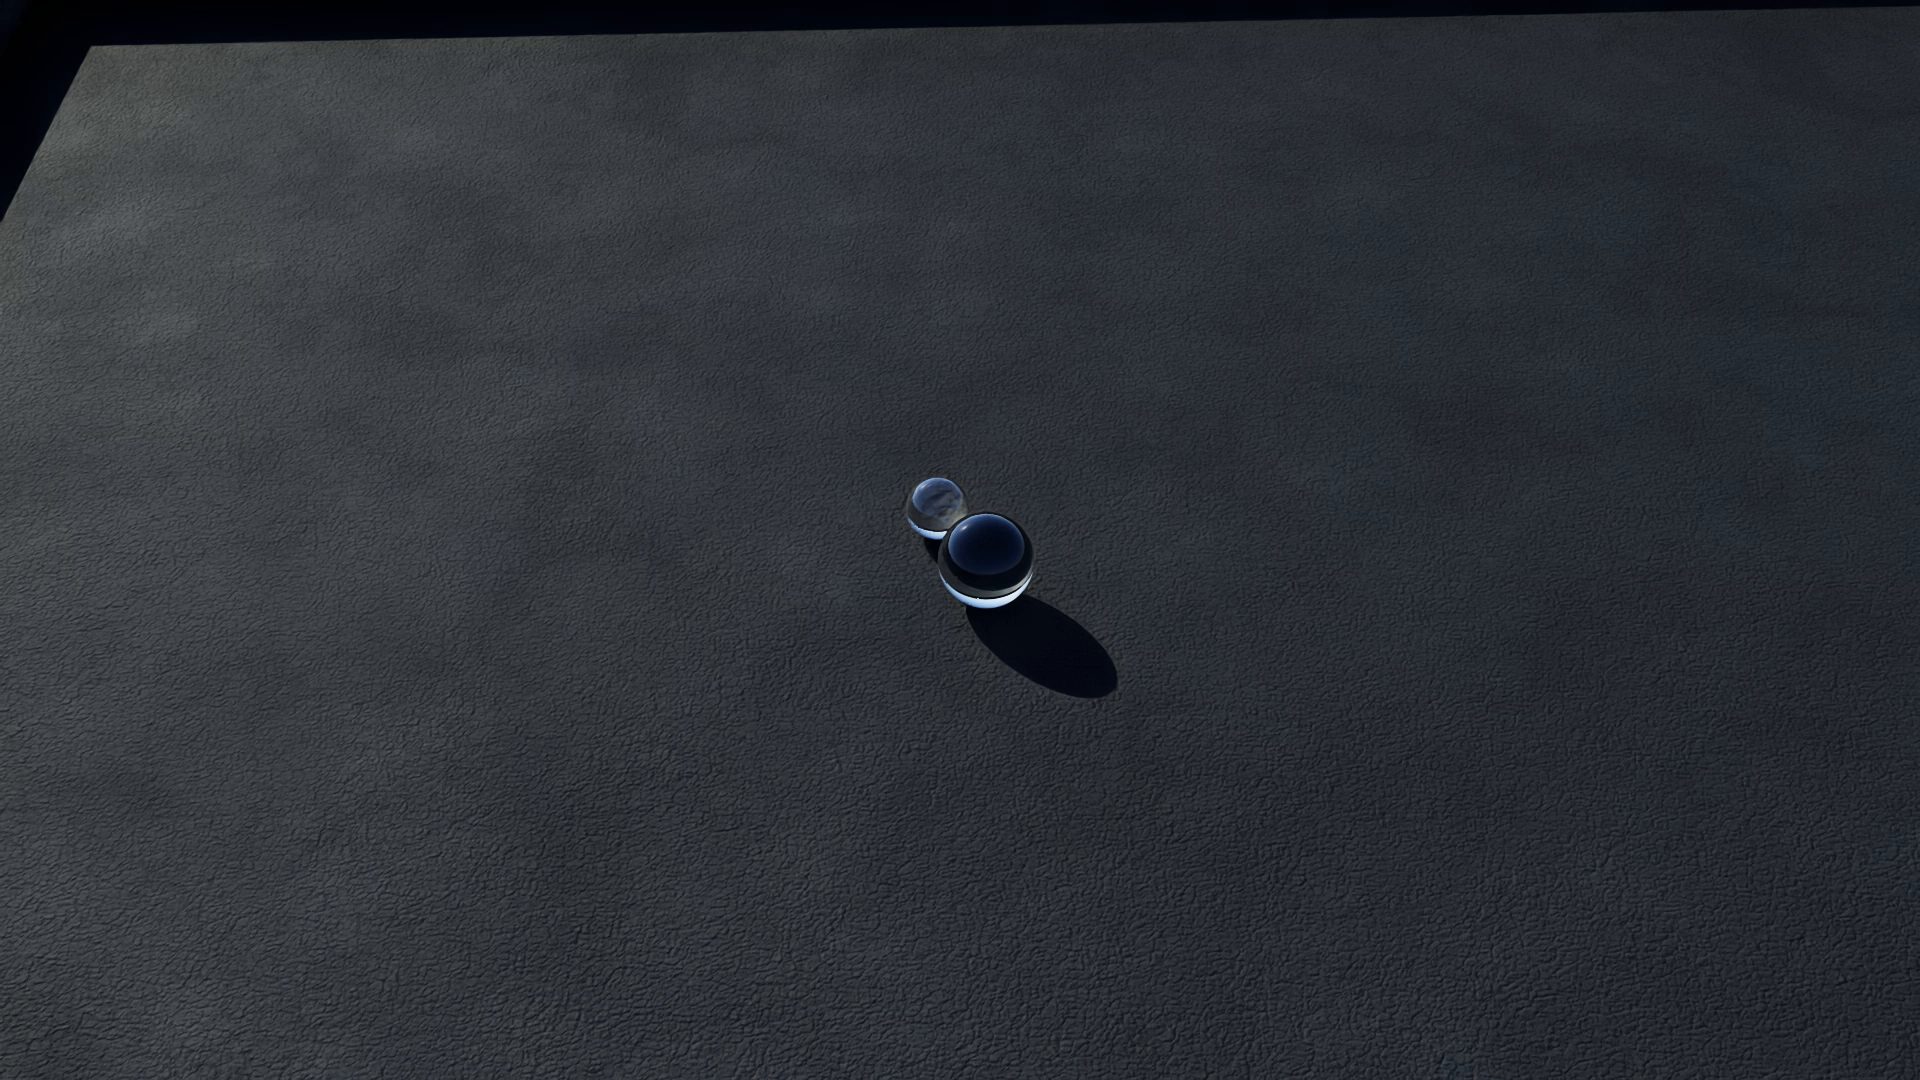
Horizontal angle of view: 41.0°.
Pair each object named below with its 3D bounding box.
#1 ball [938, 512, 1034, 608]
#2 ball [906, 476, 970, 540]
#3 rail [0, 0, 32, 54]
[{"bbox_3d":[0.017,0.013,1.633,0.062,0.062,0.062,0,36,0],"label":"ball"},{"bbox_3d":[-0.015,-0.021,1.696,0.042,0.042,0.042,0,36,0],"label":"ball"},{"bbox_3d":[-0.808,0.012,1.616,0.045,0.082,1.909,-2,36,-2],"label":"rail"}]
